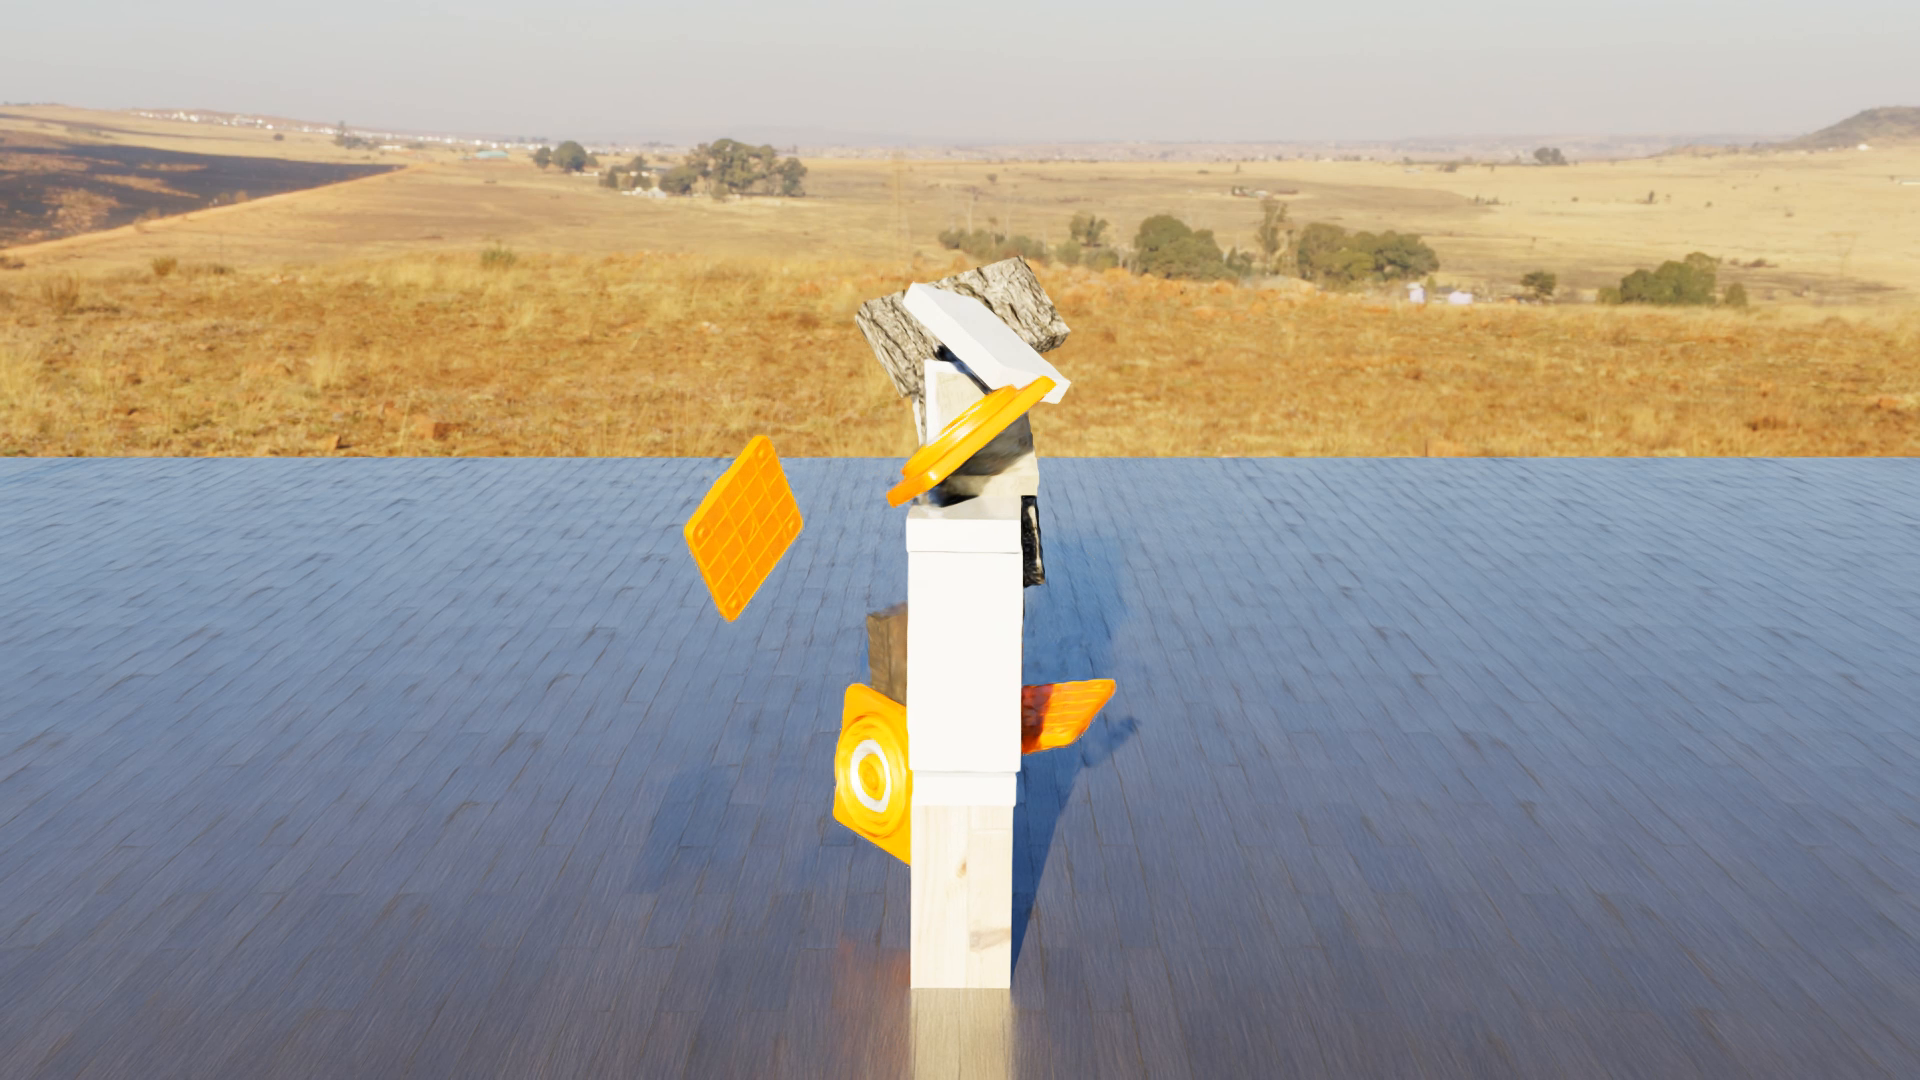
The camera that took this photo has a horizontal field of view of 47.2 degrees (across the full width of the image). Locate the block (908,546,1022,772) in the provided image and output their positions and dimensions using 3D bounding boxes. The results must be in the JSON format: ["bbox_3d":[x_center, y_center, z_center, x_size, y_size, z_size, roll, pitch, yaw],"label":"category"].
[{"bbox_3d":[0.007,0.171,3.186,0.162,0.324,0.046,1,8,0],"label":"block"}]

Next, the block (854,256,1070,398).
[{"bbox_3d":[0.006,-0.379,3.884,0.348,0.174,0.049,-21,-20,-31],"label":"block"}]

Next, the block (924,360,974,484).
[{"bbox_3d":[0.015,-0.190,3.523,0.138,0.039,0.275,1,40,-3],"label":"block"}]

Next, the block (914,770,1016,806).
[{"bbox_3d":[0.005,0.335,3.307,0.147,0.042,0.293,0,10,-1],"label":"block"}]

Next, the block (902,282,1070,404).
[{"bbox_3d":[0.038,-0.305,3.397,0.138,0.039,0.275,10,26,-41],"label":"block"}]

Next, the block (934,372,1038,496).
[{"bbox_3d":[0.039,-0.168,3.429,0.138,0.039,0.275,0,38,-5],"label":"block"}]

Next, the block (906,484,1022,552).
[{"bbox_3d":[0.010,-0.035,3.280,0.162,0.046,0.324,1,10,2],"label":"block"}]

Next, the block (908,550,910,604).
[{"bbox_3d":[0.003,0.135,3.384,0.162,0.324,0.046,1,11,2],"label":"block"}]

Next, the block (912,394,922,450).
[{"bbox_3d":[0.010,-0.220,3.852,0.174,0.049,0.348,9,45,-21],"label":"block"}]

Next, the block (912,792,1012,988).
[{"bbox_3d":[0.002,0.517,3.250,0.147,0.293,0.042,0,14,0],"label":"block"}]

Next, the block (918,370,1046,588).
[{"bbox_3d":[0.031,-0.108,3.559,0.174,0.049,0.459,-10,49,6],"label":"block"}]

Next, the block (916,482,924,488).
[{"bbox_3d":[0.003,-0.062,3.873,0.144,0.041,0.288,0,9,-4],"label":"block"}]

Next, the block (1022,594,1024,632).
[{"bbox_3d":[0.037,0.117,3.539,0.132,0.037,0.265,2,6,2],"label":"block"}]

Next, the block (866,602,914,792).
[{"bbox_3d":[-0.086,0.261,3.739,0.132,0.316,0.037,-18,25,-36],"label":"block"}]
